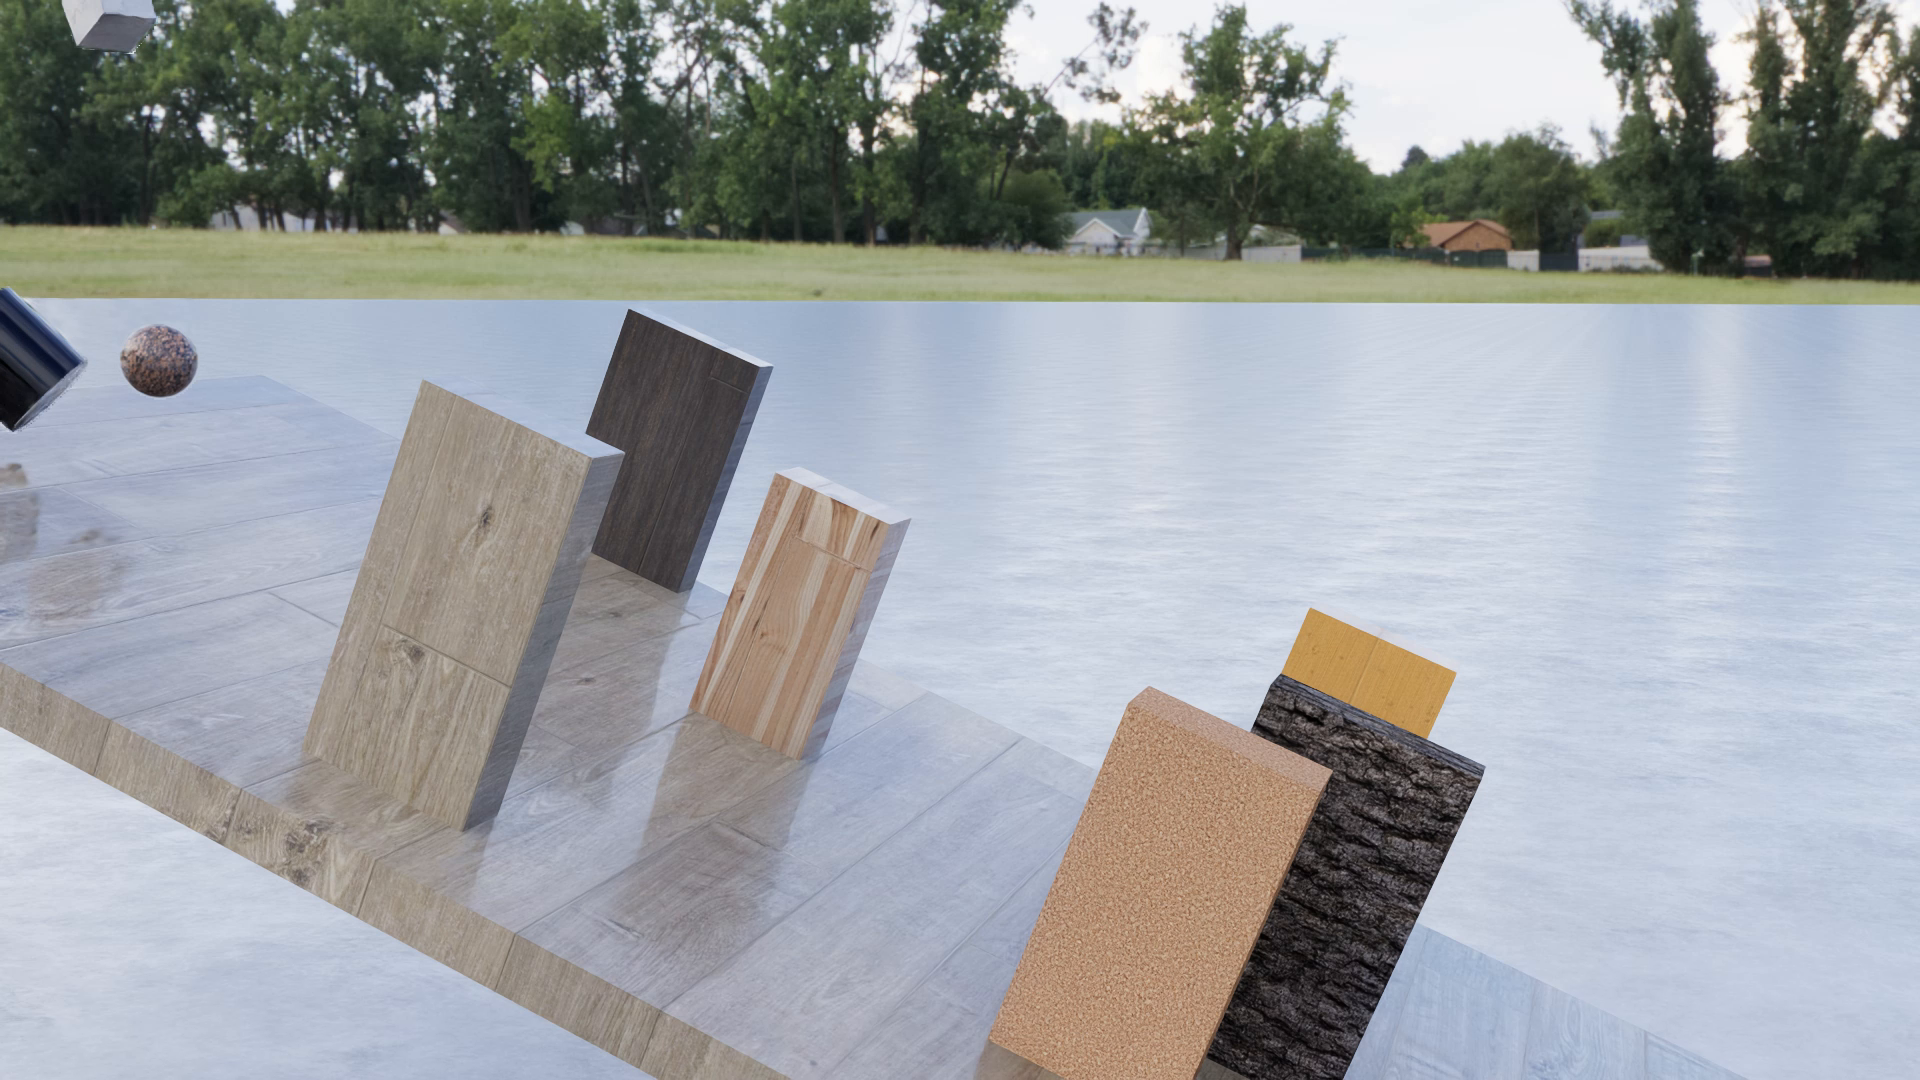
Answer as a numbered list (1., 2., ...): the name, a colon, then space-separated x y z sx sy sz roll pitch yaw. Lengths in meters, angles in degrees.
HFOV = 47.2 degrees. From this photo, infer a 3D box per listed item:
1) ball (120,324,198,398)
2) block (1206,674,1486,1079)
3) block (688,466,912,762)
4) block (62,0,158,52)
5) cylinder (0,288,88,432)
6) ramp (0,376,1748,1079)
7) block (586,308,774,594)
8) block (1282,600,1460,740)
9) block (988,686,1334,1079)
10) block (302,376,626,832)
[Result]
1. ball: -1.652 -0.370 4.537 0.152 0.152 0.152 0 7 0
2. block: 0.582 0.600 3.730 0.372 0.643 0.108 24 13 13
3. block: -0.322 0.146 4.421 0.257 0.519 0.134 24 13 13
4. block: -1.697 -1.061 4.384 0.116 0.116 0.116 -32 -15 36
5. cylinder: -1.886 -0.358 4.371 0.204 0.204 0.204 -42 12 11
6. ramp: -0.308 0.547 4.196 4.000 0.100 2.000 24 13 13
7. block: -0.701 -0.210 5.157 0.352 0.573 0.086 24 13 13
8. block: 0.699 0.490 4.302 0.301 0.676 0.105 24 13 13
9. block: 0.314 0.579 3.478 0.319 0.602 0.149 24 13 13
10. block: -0.801 0.101 3.527 0.314 0.652 0.114 24 13 13
